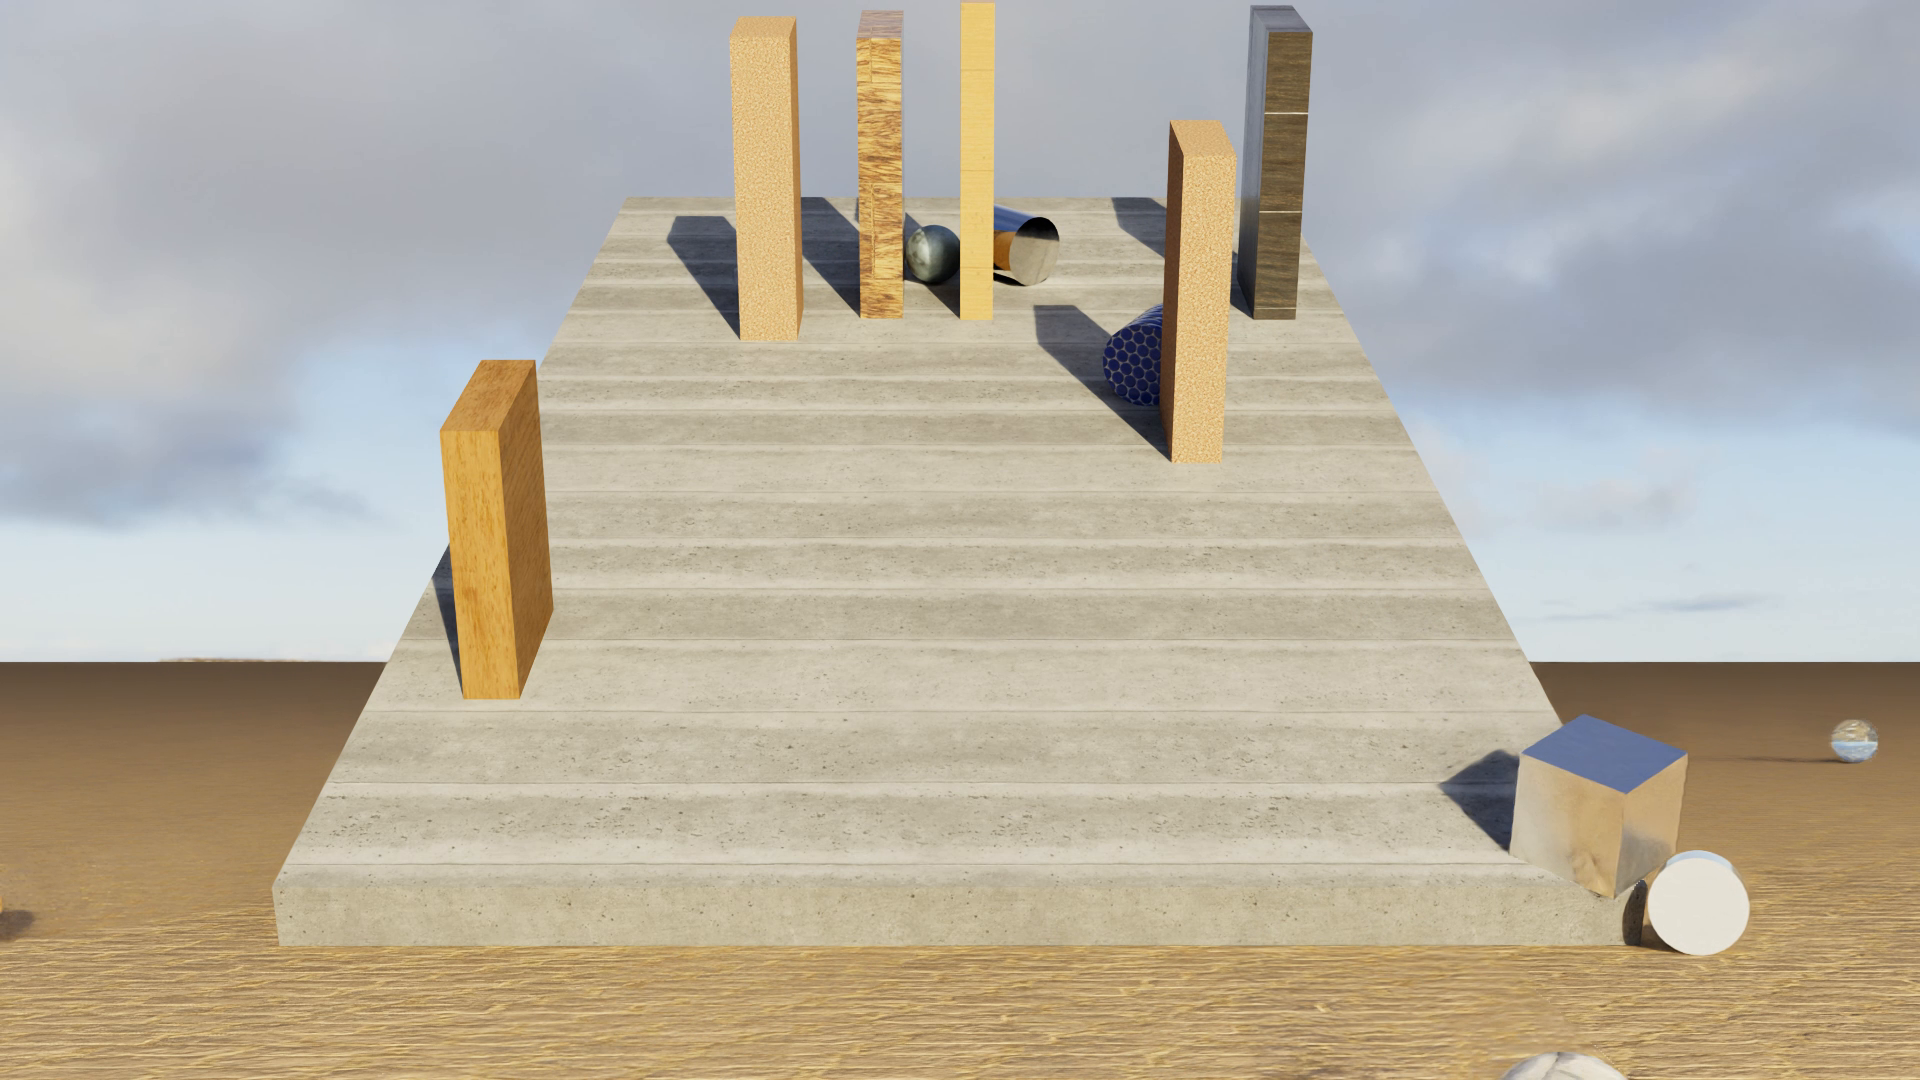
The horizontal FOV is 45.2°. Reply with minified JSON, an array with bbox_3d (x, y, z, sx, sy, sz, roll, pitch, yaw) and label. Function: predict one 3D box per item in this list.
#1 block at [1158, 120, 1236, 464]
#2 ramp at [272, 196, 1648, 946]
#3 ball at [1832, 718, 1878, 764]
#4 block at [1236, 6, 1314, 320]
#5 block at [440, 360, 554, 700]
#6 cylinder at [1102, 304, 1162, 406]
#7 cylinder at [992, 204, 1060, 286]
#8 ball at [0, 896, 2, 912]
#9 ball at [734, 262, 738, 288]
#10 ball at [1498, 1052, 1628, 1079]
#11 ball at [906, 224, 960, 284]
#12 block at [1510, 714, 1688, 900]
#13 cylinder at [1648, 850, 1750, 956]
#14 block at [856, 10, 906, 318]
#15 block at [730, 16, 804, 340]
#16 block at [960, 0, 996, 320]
[{"bbox_3d":[0.507,-0.536,4.971,0.107,0.669,0.327,0,23,0],"label":"block"},{"bbox_3d":[-0.007,-0.225,5.218,2.000,0.100,4.000,0,23,0],"label":"ramp"},{"bbox_3d":[3.549,0.797,9.156,0.175,0.175,0.175,0,-3,0],"label":"ball"},{"bbox_3d":[0.803,-0.971,5.926,0.108,0.730,0.375,0,23,0],"label":"block"},{"bbox_3d":[-0.793,-0.024,3.984,0.095,0.483,0.365,0,23,0],"label":"block"},{"bbox_3d":[0.456,-0.430,5.332,0.193,0.193,0.193,-2,20,28],"label":"cylinder"},{"bbox_3d":[0.137,-0.796,6.209,0.186,0.186,0.186,3,15,-44],"label":"cylinder"},{"bbox_3d":[-1.456,0.531,3.344,0.126,0.126,0.126,0,-3,0],"label":"ball"},{"bbox_3d":[-0.520,-0.691,6.015,0.140,0.140,0.140,0,-3,0],"label":"ball"},{"bbox_3d":[0.453,0.448,1.725,0.130,0.130,0.130,0,-3,0],"label":"ball"},{"bbox_3d":[-0.069,-0.765,6.175,0.155,0.155,0.155,0,-3,0],"label":"ball"},{"bbox_3d":[0.941,0.390,3.406,0.174,0.174,0.174,-22,31,-40],"label":"block"},{"bbox_3d":[1.074,0.526,3.357,0.138,0.138,0.138,-1,-3,18],"label":"cylinder"},{"bbox_3d":[-0.200,-0.970,5.943,0.108,0.711,0.392,0,23,0],"label":"block"},{"bbox_3d":[-0.474,-0.892,5.708,0.141,0.749,0.271,0,23,0],"label":"block"},{"bbox_3d":[0.042,-0.989,5.878,0.082,0.799,0.303,0,23,0],"label":"block"}]
